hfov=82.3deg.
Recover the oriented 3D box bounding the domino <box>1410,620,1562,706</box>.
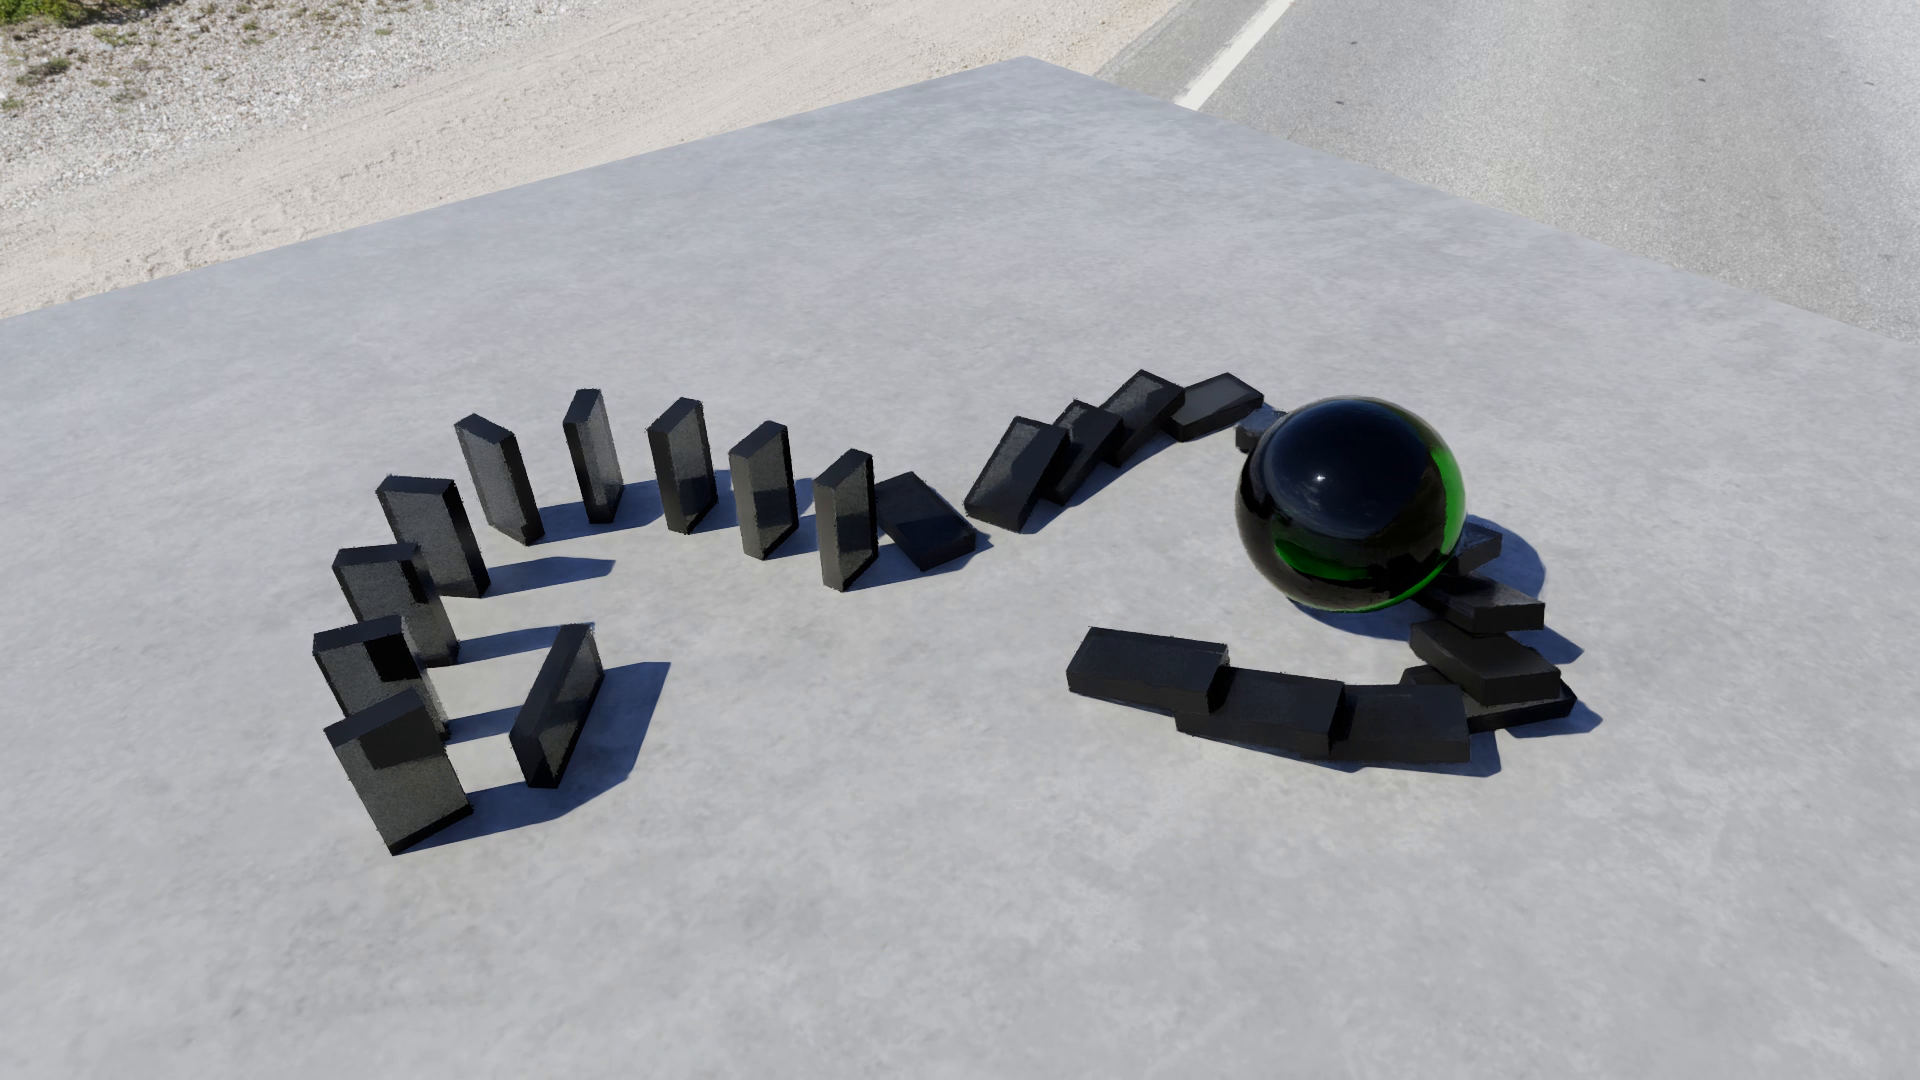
[{"bbox_3d":[0.177,0.040,0.373,0.025,0.010,0.050,-6,17,-3],"label":"domino"}]

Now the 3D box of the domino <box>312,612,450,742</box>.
[{"bbox_3d":[-0.185,0.048,0.353,0.025,0.050,0.009,-14,41,-17],"label":"domino"}]

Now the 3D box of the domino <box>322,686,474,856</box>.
[{"bbox_3d":[-0.166,0.069,0.327,0.025,0.050,0.010,-28,47,-30],"label":"domino"}]

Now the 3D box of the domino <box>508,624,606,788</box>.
[{"bbox_3d":[-0.133,0.054,0.365,0.009,0.025,0.050,2,39,3],"label":"domino"}]

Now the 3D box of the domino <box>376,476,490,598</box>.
[{"bbox_3d":[-0.197,-0.001,0.412,0.025,0.050,0.010,4,39,5],"label":"domino"}]

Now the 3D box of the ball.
[{"bbox_3d":[0.142,-0.013,0.404,0.080,0.080,0.080,0,39,0],"label":"ball"}]

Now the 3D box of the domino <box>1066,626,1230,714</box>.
[{"bbox_3d":[0.065,0.044,0.380,0.050,0.010,0.025,5,37,29],"label":"domino"}]

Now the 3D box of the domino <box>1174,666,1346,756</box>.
[{"bbox_3d":[0.100,0.055,0.366,0.050,0.010,0.025,5,37,30],"label":"domino"}]

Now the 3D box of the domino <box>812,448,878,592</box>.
[{"bbox_3d":[-0.043,-0.007,0.420,0.010,0.050,0.025,20,43,23],"label":"domino"}]

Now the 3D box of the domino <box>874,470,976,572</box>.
[{"bbox_3d":[-0.018,-0.009,0.454,0.025,0.010,0.050,-22,44,-25],"label":"domino"}]

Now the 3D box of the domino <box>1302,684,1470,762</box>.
[{"bbox_3d":[0.139,0.060,0.362,0.050,0.010,0.025,-3,37,18],"label":"domino"}]

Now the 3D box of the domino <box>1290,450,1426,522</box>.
[{"bbox_3d":[0.166,-0.024,0.463,0.025,0.010,0.050,-19,28,-21],"label":"domino"}]

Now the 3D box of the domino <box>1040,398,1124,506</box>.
[{"bbox_3d":[0.048,-0.039,0.481,0.025,0.010,0.050,25,60,28],"label":"domino"}]

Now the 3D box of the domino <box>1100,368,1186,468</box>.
[{"bbox_3d":[0.078,-0.056,0.503,0.025,0.010,0.050,32,63,33],"label":"domino"}]

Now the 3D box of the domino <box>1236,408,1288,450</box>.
[{"bbox_3d":[0.152,-0.047,0.491,0.050,0.009,0.025,12,32,32],"label":"domino"}]

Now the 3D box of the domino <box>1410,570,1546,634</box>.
[{"bbox_3d":[0.186,0.022,0.400,0.025,0.009,0.050,-3,12,-4],"label":"domino"}]

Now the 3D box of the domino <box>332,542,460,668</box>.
[{"bbox_3d":[-0.195,0.024,0.382,0.025,0.050,0.009,-6,40,-7],"label":"domino"}]

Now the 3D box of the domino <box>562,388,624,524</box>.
[{"bbox_3d":[-0.150,-0.034,0.453,0.009,0.050,0.025,-1,39,-1],"label":"domino"}]

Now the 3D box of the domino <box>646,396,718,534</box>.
[{"bbox_3d":[-0.112,-0.030,0.448,0.010,0.050,0.025,13,41,15],"label":"domino"}]

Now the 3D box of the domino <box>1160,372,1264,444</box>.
[{"bbox_3d":[0.116,-0.063,0.521,0.050,0.009,0.025,-22,44,-24],"label":"domino"}]

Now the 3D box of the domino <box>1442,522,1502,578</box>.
[{"bbox_3d":[0.184,-0.002,0.435,0.025,0.009,0.050,-21,28,-25],"label":"domino"}]

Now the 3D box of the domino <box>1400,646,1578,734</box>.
[{"bbox_3d":[0.181,0.053,0.379,0.050,0.010,0.025,-8,40,-10],"label":"domino"}]

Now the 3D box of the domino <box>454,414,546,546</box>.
[{"bbox_3d":[-0.184,-0.024,0.440,0.025,0.050,0.009,24,45,26],"label":"domino"}]

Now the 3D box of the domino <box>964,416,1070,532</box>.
[{"bbox_3d":[0.024,-0.029,0.465,0.025,0.010,0.050,18,61,24],"label":"domino"}]

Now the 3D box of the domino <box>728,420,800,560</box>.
[{"bbox_3d":[-0.077,-0.019,0.435,0.009,0.050,0.025,19,43,22],"label":"domino"}]
